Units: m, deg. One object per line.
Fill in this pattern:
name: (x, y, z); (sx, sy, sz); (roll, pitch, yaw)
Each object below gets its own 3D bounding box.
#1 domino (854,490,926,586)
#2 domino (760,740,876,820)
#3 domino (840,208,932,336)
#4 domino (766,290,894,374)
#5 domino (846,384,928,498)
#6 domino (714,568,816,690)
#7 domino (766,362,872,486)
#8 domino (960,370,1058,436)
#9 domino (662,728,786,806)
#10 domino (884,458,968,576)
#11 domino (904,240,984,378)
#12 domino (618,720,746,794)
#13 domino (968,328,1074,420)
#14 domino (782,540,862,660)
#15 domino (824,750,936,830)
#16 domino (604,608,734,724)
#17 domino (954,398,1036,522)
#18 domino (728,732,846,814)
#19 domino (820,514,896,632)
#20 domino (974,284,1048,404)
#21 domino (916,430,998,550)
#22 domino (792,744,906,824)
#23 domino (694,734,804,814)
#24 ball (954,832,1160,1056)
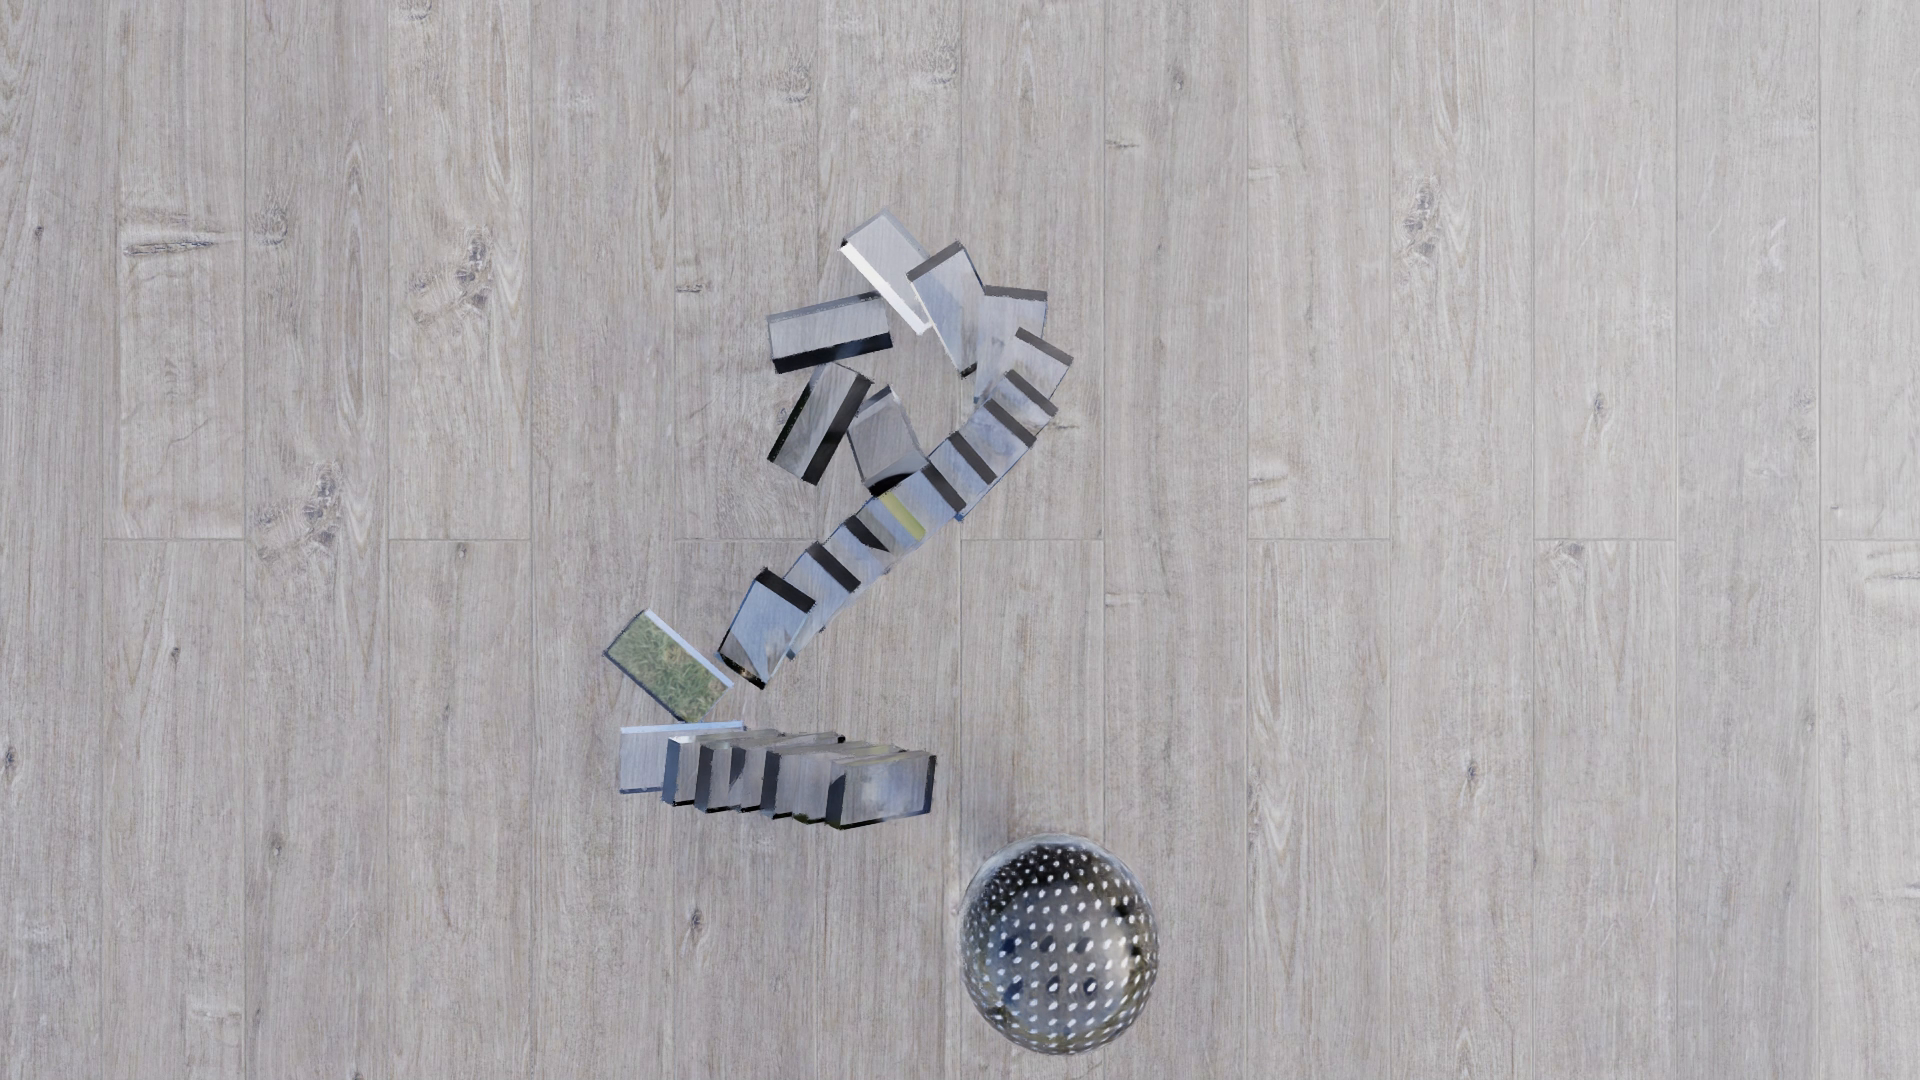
domino: (-0.039, 0.003, 0.383); (0.025, 0.009, 0.050); (48, 123, 0)
domino: (-0.058, 0.098, 0.379); (0.009, 0.050, 0.025); (6, 90, 43)
domino: (-0.024, -0.115, 0.391); (0.025, 0.009, 0.050); (-43, 90, -23)
domino: (-0.055, -0.089, 0.390); (0.050, 0.010, 0.025); (-13, 60, 0)
domino: (-0.032, -0.041, 0.377); (0.025, 0.050, 0.010); (-33, 131, 8)
domino: (-0.082, 0.038, 0.383); (0.025, 0.009, 0.050); (34, 123, 0)
domino: (-0.060, -0.051, 0.389); (0.025, 0.009, 0.050); (29, 90, 37)
domino: (0.015, -0.044, 0.381); (0.025, 0.010, 0.050); (40, 127, -3)
domino: (-0.097, 0.093, 0.379); (0.009, 0.050, 0.025); (6, 90, 43)
domino: (-0.023, -0.009, 0.381); (0.025, 0.009, 0.050); (50, 126, -1)
domino: (0.000, -0.095, 0.380); (0.025, 0.010, 0.050); (-33, 131, 0)
domino: (-0.116, 0.091, 0.384); (0.050, 0.009, 0.025); (2, 93, -26)
domino: (0.023, -0.060, 0.380); (0.025, 0.009, 0.050); (29, 128, -3)
domino: (-0.065, 0.026, 0.382); (0.025, 0.009, 0.050); (44, 123, 0)
domino: (-0.032, 0.102, 0.379); (0.009, 0.050, 0.025); (6, 90, 43)
domino: (-0.125, 0.056, 0.395); (0.050, 0.009, 0.025); (41, 90, 0)
domino: (0.006, -0.032, 0.380); (0.025, 0.009, 0.050); (41, 127, -4)
domino: (-0.071, 0.095, 0.378); (0.010, 0.050, 0.025); (6, 92, 43)
domino: (-0.052, 0.015, 0.382); (0.025, 0.009, 0.050); (46, 123, 0)
domino: (0.020, -0.079, 0.380); (0.025, 0.010, 0.050); (6, 131, 0)
domino: (-0.010, -0.020, 0.381); (0.025, 0.009, 0.050); (49, 127, 0)
domino: (-0.045, 0.100, 0.379); (0.009, 0.050, 0.025); (6, 90, 43)
domino: (-0.084, 0.096, 0.379); (0.010, 0.050, 0.025); (6, 90, 43)
ball: (0.038, 0.157, 0.360); (0.080, 0.080, 0.080); (0, 90, 0)
